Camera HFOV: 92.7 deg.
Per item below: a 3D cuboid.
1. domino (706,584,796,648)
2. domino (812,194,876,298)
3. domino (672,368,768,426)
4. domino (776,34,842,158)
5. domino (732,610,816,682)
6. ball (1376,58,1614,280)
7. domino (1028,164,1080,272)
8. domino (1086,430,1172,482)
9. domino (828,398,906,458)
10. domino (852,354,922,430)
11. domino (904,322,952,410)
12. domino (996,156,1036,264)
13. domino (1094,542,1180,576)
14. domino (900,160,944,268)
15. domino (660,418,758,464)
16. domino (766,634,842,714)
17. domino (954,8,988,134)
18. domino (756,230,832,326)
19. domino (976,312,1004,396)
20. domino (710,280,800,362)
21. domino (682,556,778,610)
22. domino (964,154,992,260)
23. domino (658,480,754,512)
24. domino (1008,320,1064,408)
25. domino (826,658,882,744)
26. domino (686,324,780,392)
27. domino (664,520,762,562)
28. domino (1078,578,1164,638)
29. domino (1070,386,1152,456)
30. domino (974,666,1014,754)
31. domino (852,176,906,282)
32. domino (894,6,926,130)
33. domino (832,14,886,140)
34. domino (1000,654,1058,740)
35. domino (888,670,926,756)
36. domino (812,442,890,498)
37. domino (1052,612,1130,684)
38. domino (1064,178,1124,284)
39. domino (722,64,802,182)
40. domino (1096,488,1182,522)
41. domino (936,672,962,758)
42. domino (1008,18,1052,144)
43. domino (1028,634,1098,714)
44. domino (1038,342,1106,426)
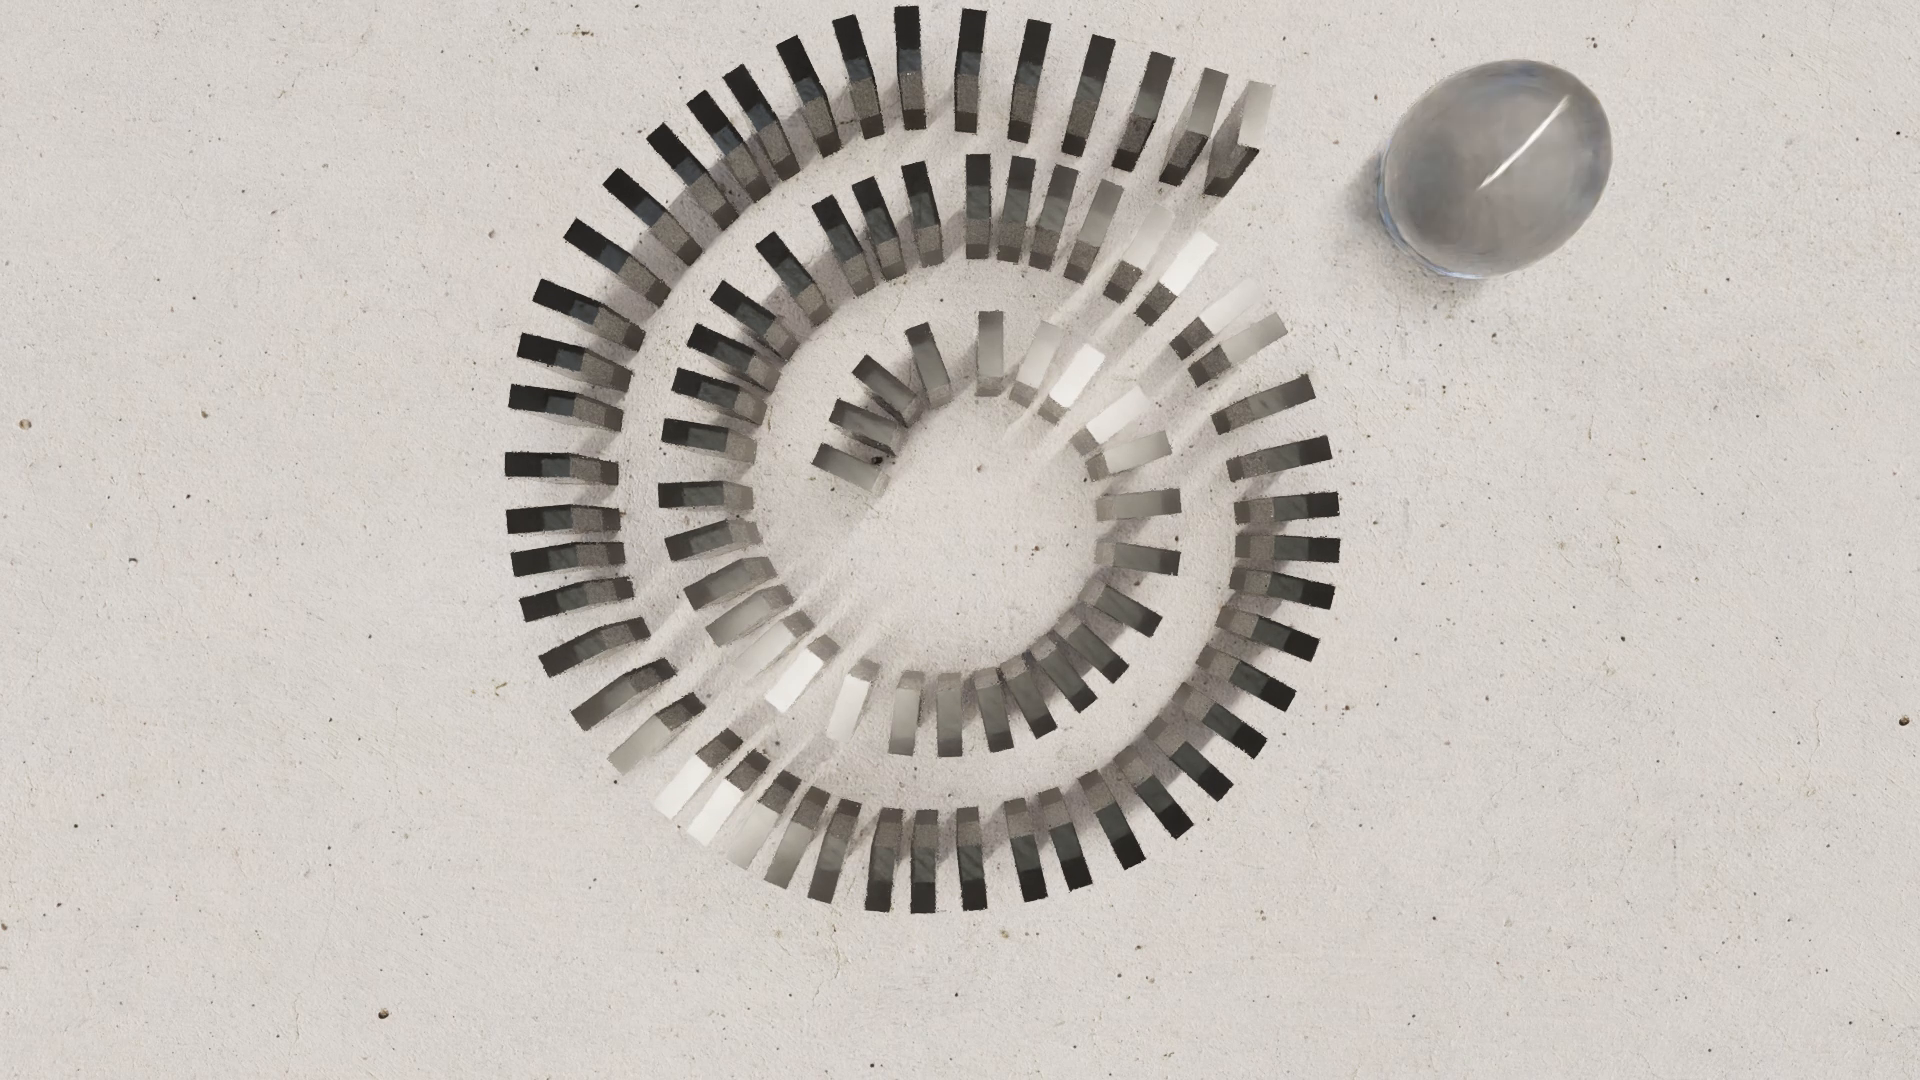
[{"bbox_3d":[-0.085,0.030,0.375,0.025,0.050,0.010,-35,90,0],"label":"domino"},{"bbox_3d":[-0.047,-0.119,0.375,0.009,0.050,0.025,-29,90,0],"label":"domino"},{"bbox_3d":[-0.097,-0.058,0.375,0.025,0.050,0.010,17,90,0],"label":"domino"},{"bbox_3d":[-0.061,-0.180,0.375,0.010,0.050,0.025,-26,90,0],"label":"domino"},{"bbox_3d":[-0.075,0.042,0.375,0.025,0.050,0.009,-42,90,0],"label":"domino"},{"bbox_3d":[0.208,-0.144,0.360,0.080,0.080,0.080,0,90,0],"label":"ball"},{"bbox_3d":[0.038,-0.130,0.375,0.009,0.050,0.025,16,90,0],"label":"domino"},{"bbox_3d":[0.068,-0.034,0.375,0.025,0.050,0.010,-19,90,0],"label":"domino"},{"bbox_3d":[-0.037,-0.045,0.375,0.025,0.050,0.009,22,90,0],"label":"domino"},{"bbox_3d":[-0.029,-0.060,0.375,0.025,0.050,0.009,39,90,0],"label":"domino"},{"bbox_3d":[-0.012,-0.070,0.375,0.010,0.050,0.025,-21,90,0],"label":"domino"},{"bbox_3d":[0.023,-0.134,0.375,0.009,0.050,0.025,9,90,0],"label":"domino"},{"bbox_3d":[0.071,0.007,0.375,0.025,0.050,0.009,9,90,0],"label":"domino"},{"bbox_3d":[-0.015,-0.132,0.375,0.009,0.050,0.025,-15,90,0],"label":"domino"},{"bbox_3d":[-0.101,-0.040,0.375,0.025,0.050,0.010,9,90,0],"label":"domino"},{"bbox_3d":[-0.063,0.054,0.375,0.009,0.050,0.025,39,90,0],"label":"domino"},{"bbox_3d":[0.004,-0.190,0.375,0.010,0.050,0.025,7,90,0],"label":"domino"},{"bbox_3d":[-0.067,-0.106,0.375,0.010,0.050,0.025,-39,90,0],"label":"domino"},{"bbox_3d":[0.012,-0.075,0.375,0.009,0.050,0.025,0,90,0],"label":"domino"},{"bbox_3d":[-0.083,-0.089,0.375,0.025,0.050,0.010,34,90,0],"label":"domino"},{"bbox_3d":[-0.093,0.017,0.375,0.025,0.050,0.010,-28,90,0],"label":"domino"},{"bbox_3d":[0.007,-0.135,0.375,0.009,0.050,0.025,-1,90,0],"label":"domino"},{"bbox_3d":[-0.103,-0.018,0.375,0.025,0.050,0.010,-2,90,0],"label":"domino"},{"bbox_3d":[0.030,-0.071,0.375,0.009,0.050,0.025,24,90,0],"label":"domino"},{"bbox_3d":[-0.043,0.065,0.375,0.010,0.050,0.025,19,90,0],"label":"domino"},{"bbox_3d":[-0.091,-0.074,0.375,0.025,0.050,0.009,24,90,0],"label":"domino"},{"bbox_3d":[-0.100,0.000,0.375,0.025,0.050,0.009,-17,90,0],"label":"domino"},{"bbox_3d":[0.064,0.027,0.375,0.025,0.050,0.009,30,90,0],"label":"domino"},{"bbox_3d":[0.061,-0.048,0.375,0.025,0.050,0.010,-37,90,0],"label":"domino"},{"bbox_3d":[0.013,0.068,0.375,0.009,0.050,0.025,-13,90,0],"label":"domino"},{"bbox_3d":[-0.032,-0.126,0.375,0.010,0.050,0.025,-22,90,0],"label":"domino"},{"bbox_3d":[-0.020,-0.192,0.375,0.009,0.050,0.025,-2,90,0],"label":"domino"},{"bbox_3d":[-0.041,-0.188,0.375,0.010,0.050,0.025,-17,90,0],"label":"domino"},{"bbox_3d":[0.028,0.063,0.375,0.010,0.050,0.025,-28,90,0],"label":"domino"},{"bbox_3d":[-0.021,0.070,0.375,0.009,0.050,0.025,7,90,0],"label":"domino"},{"bbox_3d":[-0.043,-0.028,0.375,0.025,0.050,0.010,25,90,0],"label":"domino"},{"bbox_3d":[0.053,0.043,0.375,0.025,0.050,0.010,43,90,0],"label":"domino"},{"bbox_3d":[0.054,-0.125,0.375,0.009,0.050,0.025,22,90,0],"label":"domino"},{"bbox_3d":[-0.080,-0.169,0.375,0.010,0.050,0.025,-33,90,0],"label":"domino"},{"bbox_3d":[0.072,-0.014,0.375,0.025,0.050,0.009,-5,90,0],"label":"domino"},{"bbox_3d":[-0.004,0.070,0.375,0.009,0.050,0.025,-2,90,0],"label":"domino"},{"bbox_3d":[0.028,-0.186,0.375,0.010,0.050,0.025,12,90,0],"label":"domino"},{"bbox_3d":[0.041,0.054,0.375,0.010,0.050,0.025,-39,90,0],"label":"domino"},{"bbox_3d":[0.045,-0.063,0.375,0.009,0.050,0.025,35,90,0],"label":"domino"}]
